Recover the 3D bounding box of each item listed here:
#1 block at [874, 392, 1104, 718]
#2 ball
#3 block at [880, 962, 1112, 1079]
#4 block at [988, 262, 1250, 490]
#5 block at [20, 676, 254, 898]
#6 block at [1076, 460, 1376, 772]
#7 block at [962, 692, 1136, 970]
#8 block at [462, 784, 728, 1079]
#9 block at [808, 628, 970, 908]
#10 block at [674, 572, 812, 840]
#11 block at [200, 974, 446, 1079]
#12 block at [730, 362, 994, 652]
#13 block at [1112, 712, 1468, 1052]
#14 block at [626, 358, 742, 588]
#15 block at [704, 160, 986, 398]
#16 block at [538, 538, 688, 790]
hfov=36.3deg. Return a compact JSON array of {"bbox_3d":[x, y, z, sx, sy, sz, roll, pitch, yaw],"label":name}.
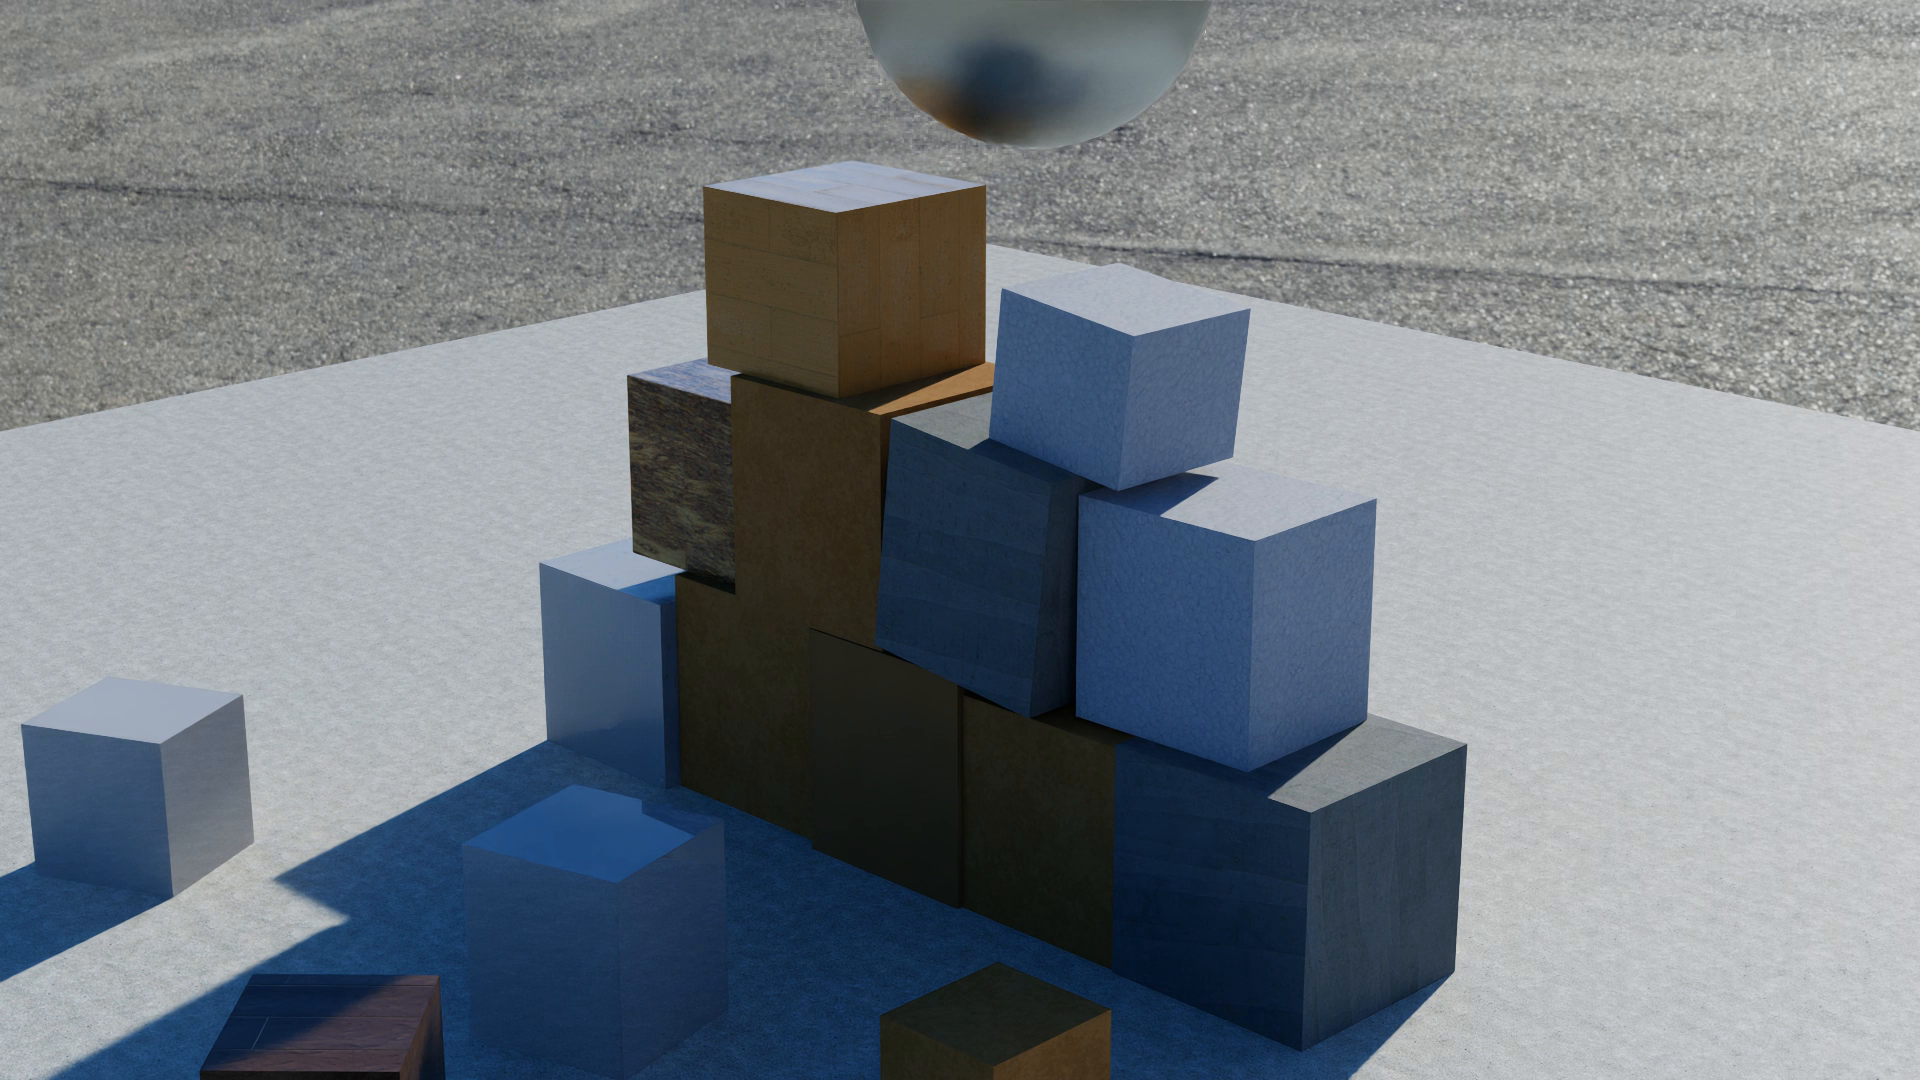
[{"bbox_3d":[0.382,-0.001,12.926,0.943,1.070,1.101,24,28,39],"label":"block"},{"bbox_3d":[0.323,-2.525,12.887,1.600,1.600,1.600,0,17,0],"label":"ball"},{"bbox_3d":[0.131,2.032,10.802,0.572,0.646,0.624,16,24,42],"label":"block"},{"bbox_3d":[0.670,-0.704,12.397,0.730,0.668,0.751,-16,30,-42],"label":"block"},{"bbox_3d":[-3.780,1.127,13.520,0.734,0.743,0.665,6,18,19],"label":"block"},{"bbox_3d":[1.111,0.288,12.320,0.927,0.983,0.817,16,23,41],"label":"block"},{"bbox_3d":[0.692,1.149,12.999,1.016,1.014,0.905,-17,24,-42],"label":"block"},{"bbox_3d":[-1.470,1.577,11.905,0.760,0.853,0.730,10,20,28],"label":"block"},{"bbox_3d":[0.021,0.914,13.615,0.958,1.093,1.061,17,24,42],"label":"block"},{"bbox_3d":[-0.703,0.704,14.274,0.885,1.097,1.021,-17,24,-42],"label":"block"},{"bbox_3d":[-2.237,2.071,10.424,0.681,0.797,0.744,0,17,1],"label":"block"},{"bbox_3d":[-0.346,-0.235,13.608,0.984,1.095,1.014,16,24,42],"label":"block"},{"bbox_3d":[1.378,1.345,12.333,1.040,1.040,1.028,-17,24,-42],"label":"block"},{"bbox_3d":[-1.011,-0.354,14.305,0.928,0.903,0.783,17,24,42],"label":"block"},{"bbox_3d":[-0.527,-1.221,13.526,0.894,0.837,0.935,17,24,42],"label":"block"},{"bbox_3d":[-1.401,0.556,14.977,1.089,0.959,0.956,-17,24,-42],"label":"block"}]
